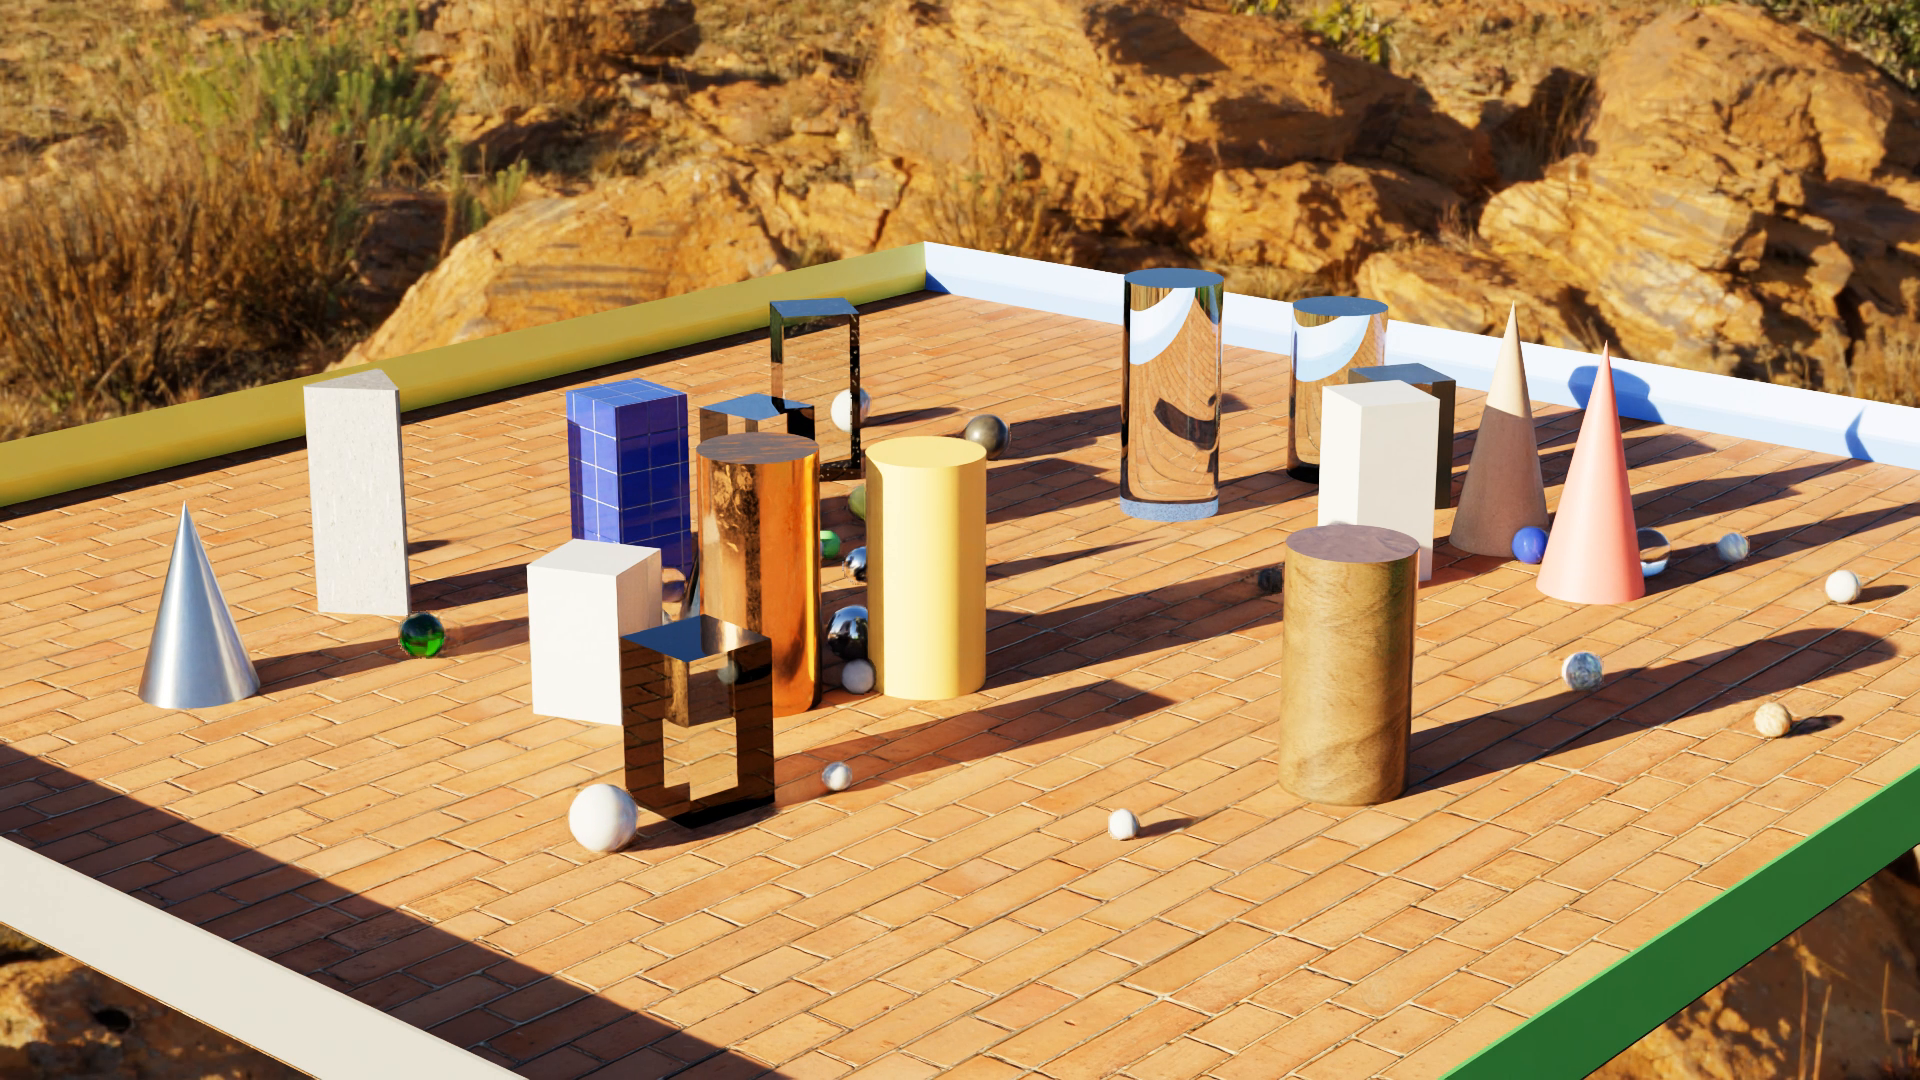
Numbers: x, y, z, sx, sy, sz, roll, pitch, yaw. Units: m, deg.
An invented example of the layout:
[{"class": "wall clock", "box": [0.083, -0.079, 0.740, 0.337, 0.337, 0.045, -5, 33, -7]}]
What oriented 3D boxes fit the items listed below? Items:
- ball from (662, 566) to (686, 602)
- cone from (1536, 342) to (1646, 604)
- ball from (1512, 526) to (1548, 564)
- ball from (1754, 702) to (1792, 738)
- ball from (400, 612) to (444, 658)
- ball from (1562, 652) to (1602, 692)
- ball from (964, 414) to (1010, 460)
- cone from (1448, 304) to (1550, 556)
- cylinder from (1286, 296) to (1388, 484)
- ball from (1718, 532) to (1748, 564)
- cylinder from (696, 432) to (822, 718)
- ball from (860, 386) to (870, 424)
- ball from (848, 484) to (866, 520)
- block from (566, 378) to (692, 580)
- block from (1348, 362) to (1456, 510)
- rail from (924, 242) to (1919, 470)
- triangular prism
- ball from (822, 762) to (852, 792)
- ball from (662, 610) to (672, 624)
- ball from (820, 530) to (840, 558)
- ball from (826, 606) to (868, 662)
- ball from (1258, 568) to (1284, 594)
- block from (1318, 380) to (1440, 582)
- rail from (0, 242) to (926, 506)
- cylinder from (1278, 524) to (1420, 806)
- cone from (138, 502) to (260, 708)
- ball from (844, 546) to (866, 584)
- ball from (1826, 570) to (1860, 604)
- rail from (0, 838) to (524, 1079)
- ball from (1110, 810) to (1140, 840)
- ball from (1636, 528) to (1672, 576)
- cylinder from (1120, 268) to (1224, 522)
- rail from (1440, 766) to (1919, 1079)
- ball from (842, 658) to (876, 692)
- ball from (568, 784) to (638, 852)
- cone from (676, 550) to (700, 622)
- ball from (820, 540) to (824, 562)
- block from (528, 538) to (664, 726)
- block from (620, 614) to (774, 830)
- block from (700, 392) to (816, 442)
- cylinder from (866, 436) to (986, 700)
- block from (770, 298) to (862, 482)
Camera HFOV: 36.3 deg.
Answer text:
[{"class": "ball", "box": [-0.506, 0.077, 5.075, 0.063, 0.063, 0.063, 0, 17, 0]}, {"class": "cone", "box": [1.110, -0.130, 5.096, 0.189, 0.446, 0.189, 0, 17, 0]}, {"class": "ball", "box": [1.031, 0.009, 5.291, 0.069, 0.069, 0.069, 0, 17, 0]}, {"class": "ball", "box": [1.232, 0.273, 4.443, 0.054, 0.054, 0.054, 0, 17, 0]}, {"class": "ball", "box": [-0.880, 0.155, 4.798, 0.074, 0.074, 0.074, 0, 17, 0]}, {"class": "ball", "box": [0.985, 0.208, 4.641, 0.064, 0.064, 0.064, 0, 17, 0]}, {"class": "ball", "box": [0.054, -0.210, 5.973, 0.094, 0.094, 0.094, 0, 17, 0]}, {"class": "cone", "box": [1.001, -0.215, 5.362, 0.189, 0.457, 0.189, 0, 17, 0]}, {"class": "cylinder", "box": [0.750, -0.298, 5.835, 0.189, 0.341, 0.189, 0, 17, 0]}, {"class": "ball", "box": [1.396, 0.015, 5.294, 0.055, 0.055, 0.055, 0, 17, 0]}, {"class": "cylinder", "box": [-0.311, 0.053, 4.557, 0.189, 0.408, 0.189, 0, 17, 0]}, {"class": "ball", "box": [-0.237, -0.287, 6.225, 0.094, 0.094, 0.094, 0, 17, 0]}, {"class": "ball", "box": [-0.178, -0.072, 5.560, 0.067, 0.067, 0.067, 0, 17, 0]}, {"class": "block", "box": [-0.582, -0.095, 5.167, 0.151, 0.340, 0.151, -14, 22, -38]}, {"class": "block", "box": [0.846, -0.196, 5.647, 0.151, 0.254, 0.151, -6, 18, -19]}, {"class": "rail", "box": [1.213, -0.373, 6.457, 3.495, 0.123, 0.045, 14, 22, 39]}, {"class": "triangular prism", "box": [-1.010, -0.085, 5.033, 0.164, 0.396, 0.142, 3, 17, 8]}, {"class": "ball", "box": [-0.178, 0.342, 4.235, 0.042, 0.042, 0.042, 0, 17, 0]}, {"class": "ball", "box": [-0.505, 0.136, 4.921, 0.040, 0.040, 0.040, 0, 17, 0]}, {"class": "ball", "box": [-0.243, 0.008, 5.324, 0.052, 0.052, 0.052, 0, 17, 0]}, {"class": "ball", "box": [-0.173, 0.152, 4.776, 0.091, 0.091, 0.091, 0, 17, 0]}, {"class": "ball", "box": [0.542, 0.072, 5.123, 0.045, 0.045, 0.045, 0, 17, 0]}, {"class": "block", "box": [0.740, -0.101, 5.201, 0.151, 0.330, 0.151, -6, 18, -18]}, {"class": "rail", "box": [-1.302, -0.296, 6.202, 0.045, 0.123, 3.746, 14, 22, 39]}, {"class": "cylinder", "box": [0.558, 0.179, 4.217, 0.189, 0.364, 0.189, 0, 17, 0]}, {"class": "cone", "box": [-1.208, 0.087, 4.613, 0.189, 0.310, 0.189, 0, 17, 0]}, {"class": "ball", "box": [-0.171, 0.045, 5.177, 0.066, 0.066, 0.066, 0, 17, 0]}, {"class": "ball", "box": [1.528, 0.081, 5.072, 0.058, 0.058, 0.058, 0, 17, 0]}, {"class": "rail", "box": [-1.213, 0.435, 3.784, 3.495, 0.123, 0.045, 14, 22, 39]}, {"class": "ball", "box": [0.228, 0.394, 4.064, 0.042, 0.042, 0.042, 0, 17, 0]}, {"class": "ball", "box": [1.221, 0.022, 5.217, 0.086, 0.086, 0.086, 0, 17, 0]}, {"class": "cylinder", "box": [0.402, -0.277, 5.577, 0.189, 0.450, 0.189, 0, 17, 0]}, {"class": "rail", "box": [1.302, 0.358, 4.039, 0.045, 0.123, 3.746, 14, 22, 39]}, {"class": "ball", "box": [-0.160, 0.215, 4.635, 0.054, 0.054, 0.054, 0, 17, 0]}, {"class": "ball", "box": [-0.489, 0.380, 4.018, 0.094, 0.094, 0.094, 0, 17, 0]}, {"class": "cone", "box": [-0.387, -0.006, 4.912, 0.189, 0.317, 0.189, 0, 17, 0]}, {"class": "ball", "box": [-0.273, 0.019, 5.271, 0.060, 0.060, 0.060, 0, 17, 0]}, {"class": "block", "box": [-0.564, 0.141, 4.555, 0.151, 0.240, 0.151, 6, 18, 20]}, {"class": "block", "box": [-0.372, 0.256, 4.165, 0.151, 0.247, 0.151, -15, 23, -41]}, {"class": "block", "box": [-0.378, -0.137, 5.488, 0.151, 0.233, 0.151, 14, 22, 38]}, {"class": "cylinder", "box": [-0.053, 0.043, 4.643, 0.189, 0.378, 0.189, 0, 17, 0]}, {"class": "block", "box": [-0.288, -0.298, 5.842, 0.151, 0.338, 0.151, -4, 17, -13]}]
